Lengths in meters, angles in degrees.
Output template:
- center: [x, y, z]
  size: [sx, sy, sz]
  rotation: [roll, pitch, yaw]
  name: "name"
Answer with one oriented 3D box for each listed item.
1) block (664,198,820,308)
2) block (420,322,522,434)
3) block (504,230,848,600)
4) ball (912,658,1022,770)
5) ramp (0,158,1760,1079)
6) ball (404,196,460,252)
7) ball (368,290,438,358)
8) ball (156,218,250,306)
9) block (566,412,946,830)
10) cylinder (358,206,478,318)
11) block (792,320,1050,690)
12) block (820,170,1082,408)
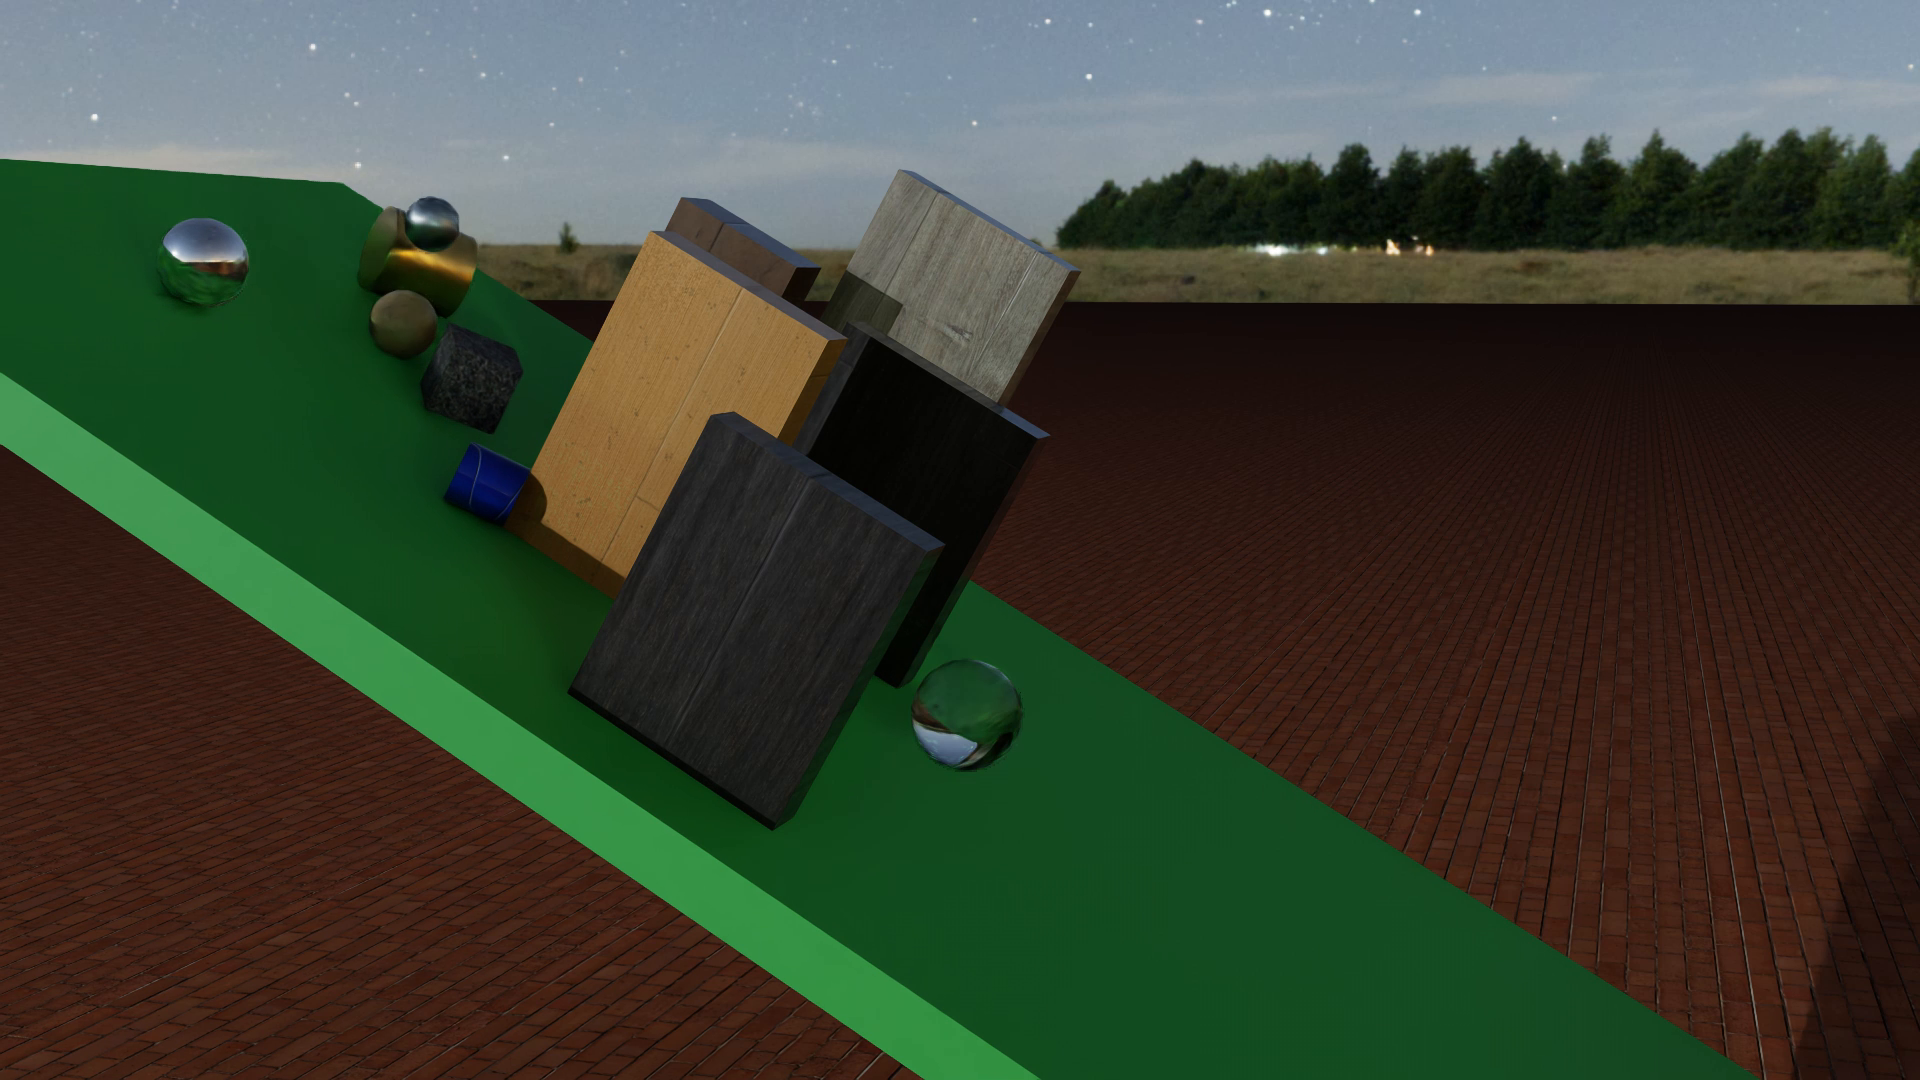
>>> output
- center: [-0.559, -0.420, 4.662]
  size: [0.293, 0.528, 0.145]
  rotation: [32, 15, 11]
  name: "block"
- center: [-0.962, -0.318, 4.326]
  size: [0.141, 0.141, 0.141]
  rotation: [22, 16, -26]
  name: "block"
- center: [-0.501, -0.184, 3.833]
  size: [0.371, 0.596, 0.098]
  rotation: [32, 15, 11]
  name: "block"
- center: [0.012, 0.311, 3.924]
  size: [0.198, 0.198, 0.198]
  rotation: [0, 7, 0]
  name: "ball"
- center: [-0.190, 0.314, 4.131]
  size: [4.000, 0.100, 2.000]
  rotation: [32, 15, 11]
  name: "ramp"
- center: [-1.103, -0.660, 4.595]
  size: [0.114, 0.114, 0.114]
  rotation: [0, 7, 0]
  name: "ball"
- center: [-1.122, -0.436, 4.434]
  size: [0.136, 0.136, 0.136]
  rotation: [0, 7, 0]
  name: "ball"
- center: [-1.412, -0.518, 4.103]
  size: [0.165, 0.165, 0.165]
  rotation: [0, 7, 0]
  name: "ball"
- center: [-0.314, 0.122, 3.339]
  size: [0.389, 0.500, 0.089]
  rotation: [32, 15, 11]
  name: "block"
- center: [-1.182, -0.605, 4.791]
  size: [0.189, 0.189, 0.189]
  rotation: [19, -5, -34]
  name: "cylinder"
- center: [-0.152, -0.068, 4.187]
  size: [0.427, 0.554, 0.092]
  rotation: [32, 15, 11]
  name: "block"
- center: [-0.121, -0.341, 4.716]
  size: [0.429, 0.783, 0.097]
  rotation: [32, 15, 11]
  name: "block"
